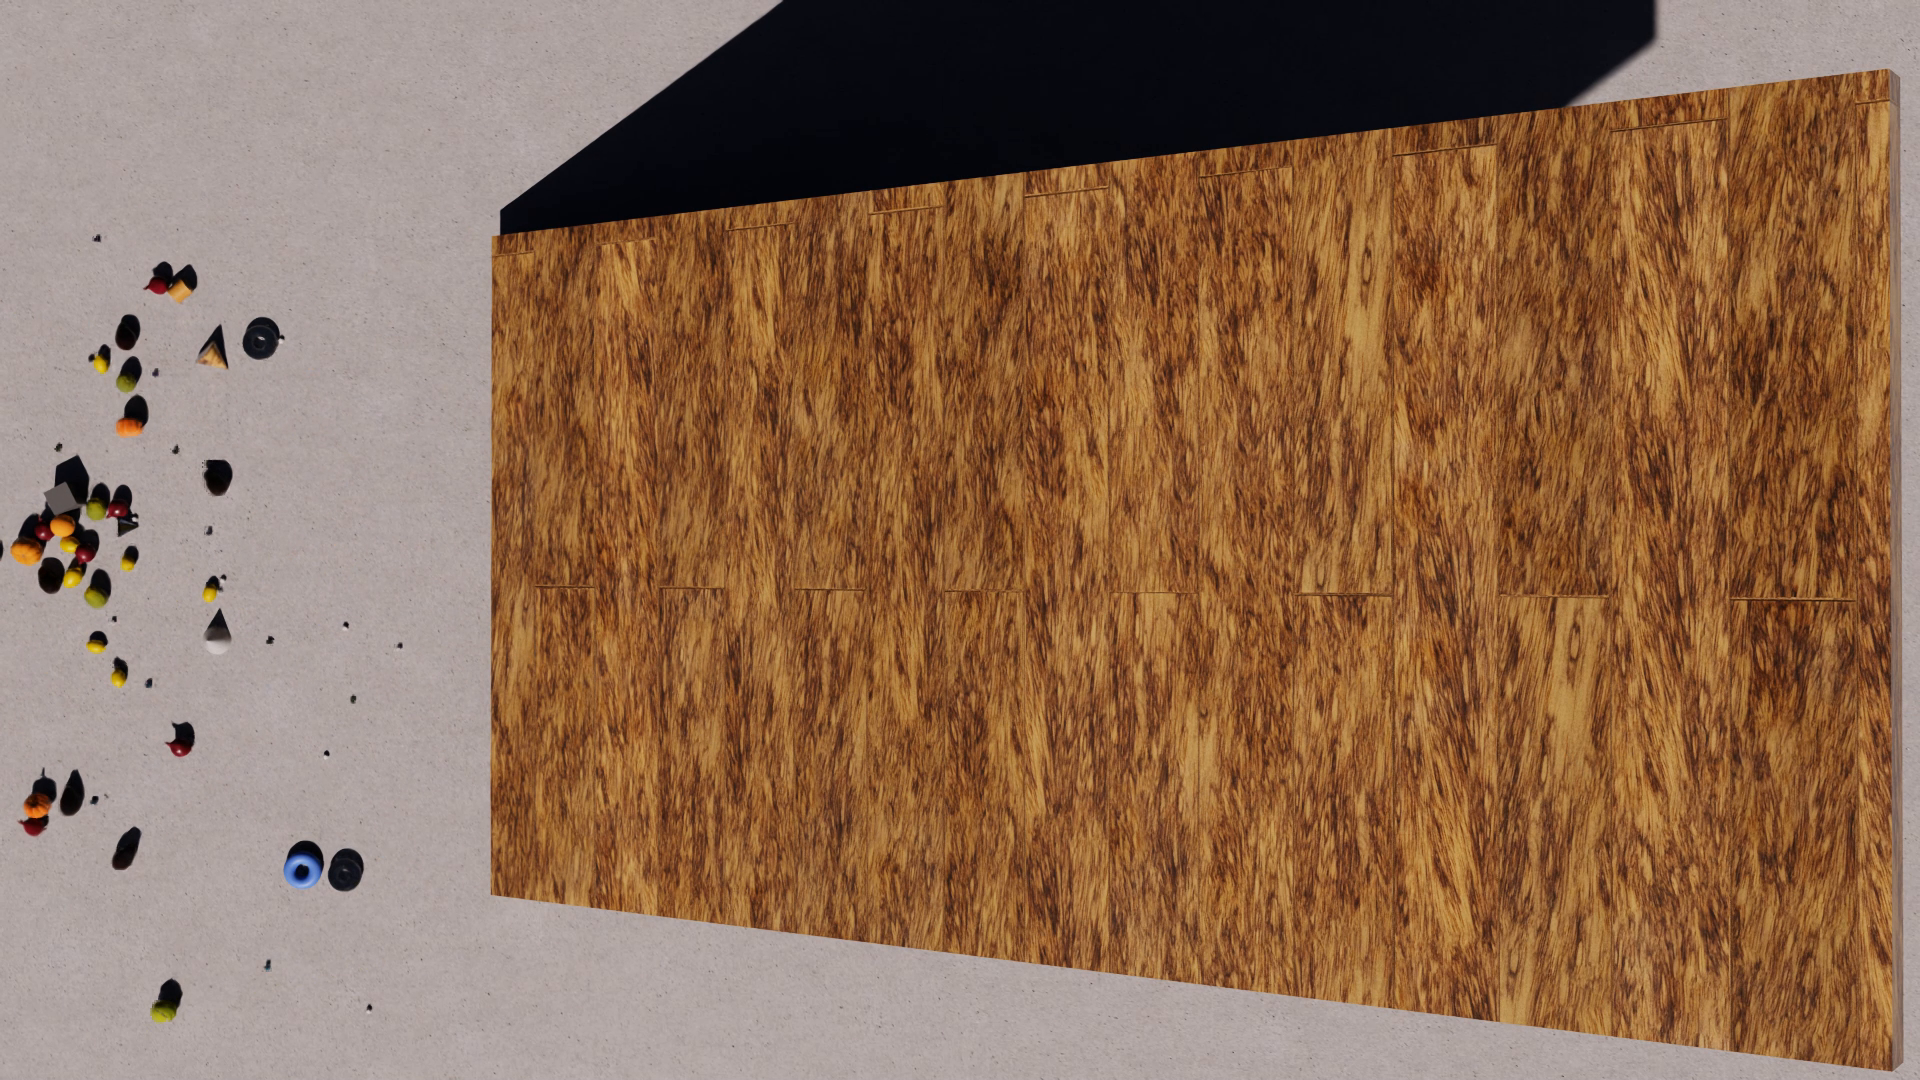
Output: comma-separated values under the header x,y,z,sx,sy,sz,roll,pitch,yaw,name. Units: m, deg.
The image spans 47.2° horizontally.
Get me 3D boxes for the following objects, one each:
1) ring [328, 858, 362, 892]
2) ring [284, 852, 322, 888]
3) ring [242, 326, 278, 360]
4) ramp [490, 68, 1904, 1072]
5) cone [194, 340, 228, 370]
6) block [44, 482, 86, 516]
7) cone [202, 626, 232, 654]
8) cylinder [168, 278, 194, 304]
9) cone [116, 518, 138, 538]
x,y,z,sx,sy,sz,roll,pitch,yaw,name
-1.884,1.025,6.732,0.105,0.035,0.105,0,90,1,ring
-2.012,1.010,6.731,0.116,0.039,0.116,0,89,-1,ring
-2.147,-0.605,6.745,0.108,0.036,0.108,0,88,-1,ring
0.245,0.068,5.570,4.000,0.100,2.000,0,89,35,ramp
-2.279,-0.549,6.742,0.090,0.090,0.090,41,90,-26,cone
-2.735,-0.126,6.720,0.076,0.076,0.076,-27,90,0,block
-2.282,0.306,6.710,0.090,0.090,0.090,0,90,0,cone
-2.388,-0.763,6.736,0.055,0.055,0.055,-39,90,0,cylinder
-2.550,-0.040,6.743,0.067,0.067,0.067,-4,89,-27,cone
